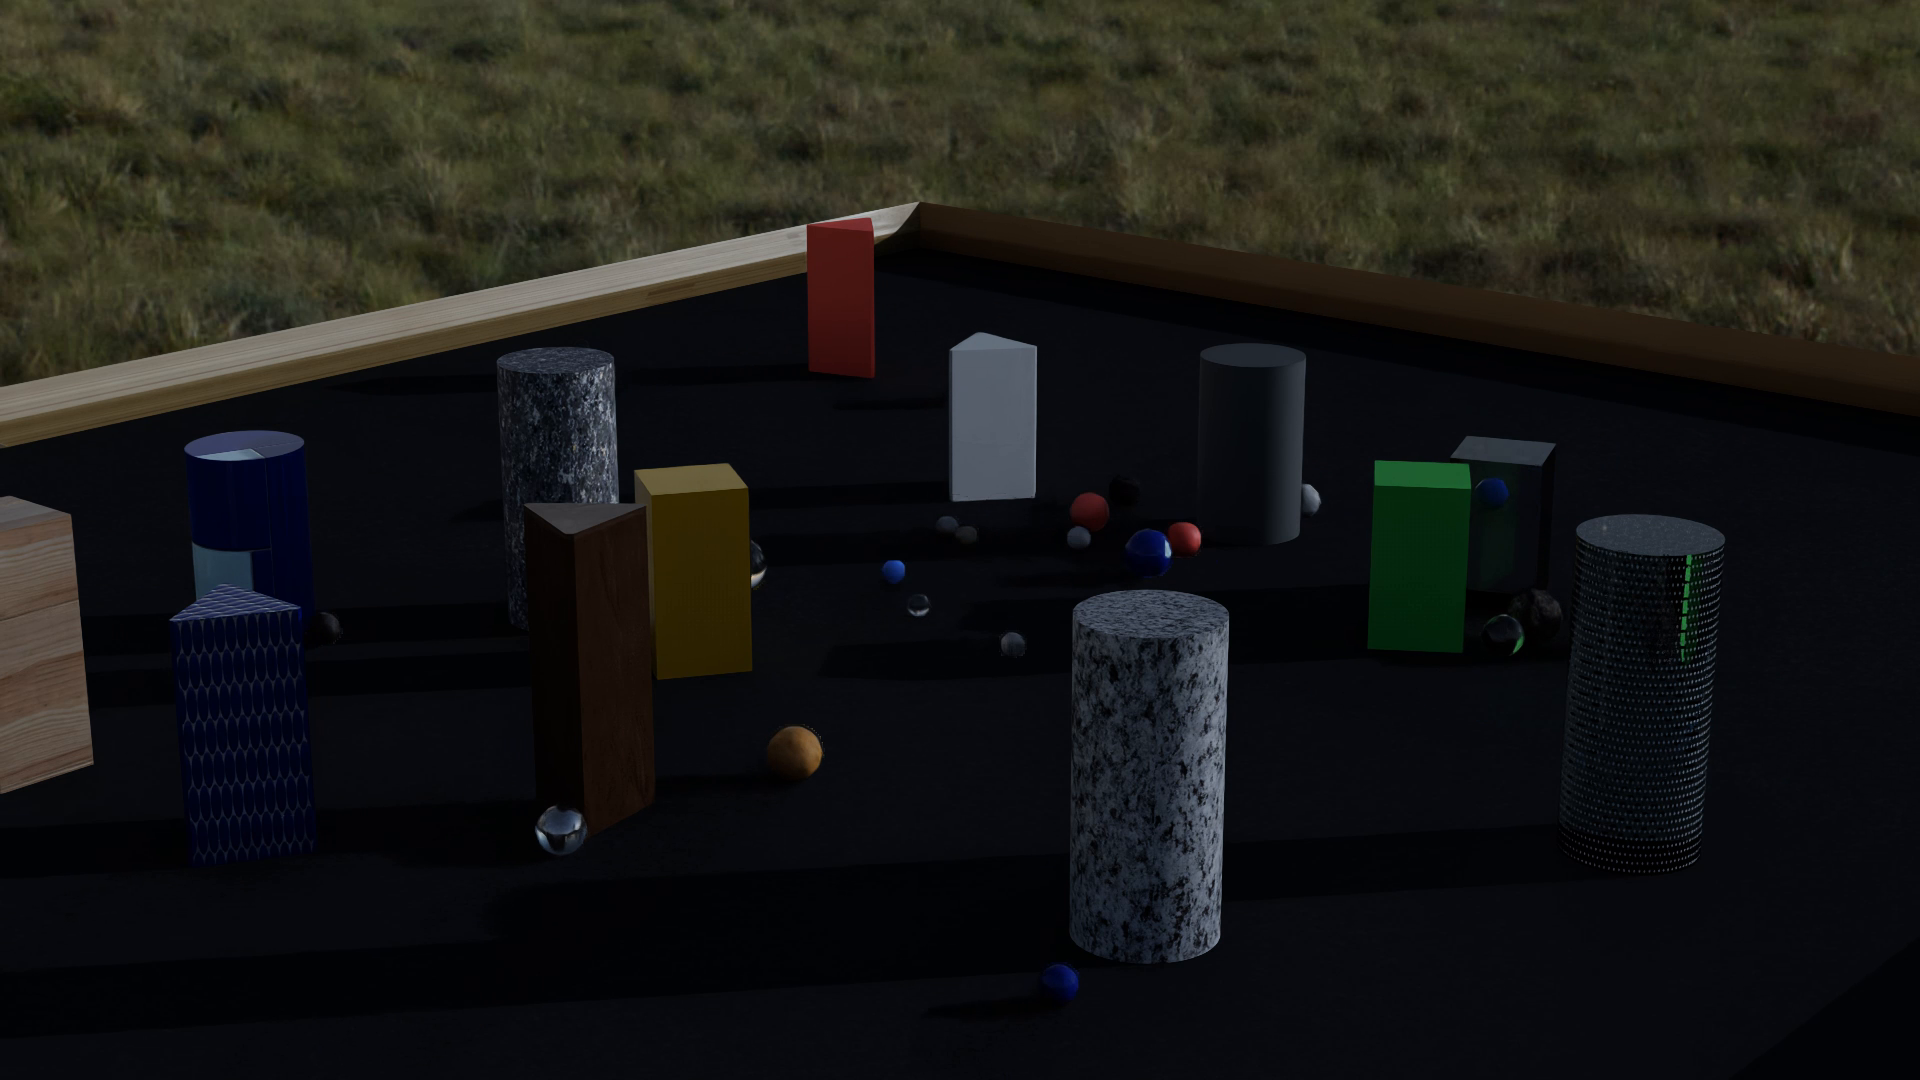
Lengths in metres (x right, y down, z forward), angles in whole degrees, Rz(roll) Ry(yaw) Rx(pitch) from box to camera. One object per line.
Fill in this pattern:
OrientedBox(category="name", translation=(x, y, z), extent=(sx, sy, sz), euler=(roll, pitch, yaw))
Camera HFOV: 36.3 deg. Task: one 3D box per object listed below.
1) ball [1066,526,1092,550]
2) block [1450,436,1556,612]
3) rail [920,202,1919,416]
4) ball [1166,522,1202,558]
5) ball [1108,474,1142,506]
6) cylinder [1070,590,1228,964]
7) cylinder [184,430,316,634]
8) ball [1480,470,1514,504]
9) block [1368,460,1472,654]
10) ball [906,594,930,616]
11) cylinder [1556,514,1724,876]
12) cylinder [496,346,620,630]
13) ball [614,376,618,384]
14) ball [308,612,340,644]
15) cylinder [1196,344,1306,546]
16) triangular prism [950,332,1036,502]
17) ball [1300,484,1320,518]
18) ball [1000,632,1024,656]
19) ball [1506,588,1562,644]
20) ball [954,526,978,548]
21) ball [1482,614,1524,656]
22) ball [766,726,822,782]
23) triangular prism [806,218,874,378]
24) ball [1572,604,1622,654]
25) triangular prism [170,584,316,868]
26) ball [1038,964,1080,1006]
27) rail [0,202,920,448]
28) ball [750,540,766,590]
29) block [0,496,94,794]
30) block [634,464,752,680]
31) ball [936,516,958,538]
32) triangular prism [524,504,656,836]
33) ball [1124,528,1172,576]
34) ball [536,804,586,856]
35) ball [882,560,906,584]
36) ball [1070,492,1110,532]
OrientedBox(category="ball", translation=(0.218, -0.003, 5.379), extent=(0.045, 0.045, 0.045), euler=(0, 17, 0))
OrientedBox(category="block", translation=(0.935, -0.027, 5.081), extent=(0.156, 0.264, 0.156), euler=(6, 18, 19))
OrientedBox(category="rail", translation=(1.491, -0.464, 6.765), extent=(4.288, 0.127, 0.045), euler=(14, 22, 39))
OrientedBox(category="ball", translation=(0.407, -0.001, 5.337), extent=(0.066, 0.066, 0.066), euler=(0, 17, 0))
OrientedBox(category="ball", translation=(0.318, -0.097, 5.658), extent=(0.064, 0.064, 0.064), euler=(0, 17, 0))
OrientedBox(category="cylinder", translation=(0.238, 0.298, 3.714), extent=(0.195, 0.431, 0.195), euler=(0, 17, 0))
OrientedBox(category="cylinder", translation=(-1.189, -0.006, 4.917), extent=(0.195, 0.317, 0.195), euler=(0, 17, 0))
OrientedBox(category="ball", translation=(1.038, -0.102, 5.674), extent=(0.065, 0.065, 0.065), euler=(0, 17, 0))
OrientedBox(category="block", translation=(0.762, 0.026, 4.873), extent=(0.156, 0.281, 0.156), euler=(2, 17, 8))
OrientedBox(category="ball", translation=(-0.071, 0.111, 5.009), extent=(0.040, 0.040, 0.040), euler=(0, 17, 0))
OrientedBox(category="cylinder", translation=(0.921, 0.208, 3.978), extent=(0.195, 0.450, 0.195), euler=(0, 17, 0))
OrientedBox(category="cylinder", translation=(-0.675, -0.085, 4.954), extent=(0.195, 0.449, 0.195), euler=(0, 17, 0))
OrientedBox(category="ball", translation=(-0.791, -0.349, 6.495), extent=(0.063, 0.063, 0.063), euler=(0, 17, 0))
OrientedBox(category="ball", translation=(-1.056, 0.147, 4.872), extent=(0.052, 0.052, 0.052), euler=(0, 17, 0))
OrientedBox(category="cylinder", translation=(0.541, -0.180, 5.458), extent=(0.195, 0.338, 0.195), euler=(0, 17, 0))
OrientedBox(category="triangular prism", translation=(0.051, -0.244, 5.738), extent=(0.169, 0.300, 0.146), euler=(-3, 17, -10))
OrientedBox(category="ball", translation=(0.650, -0.075, 5.564), extent=(0.067, 0.067, 0.067), euler=(0, 17, 0))
OrientedBox(category="ball", translation=(0.086, 0.171, 4.810), extent=(0.041, 0.041, 0.041), euler=(0, 17, 0))
OrientedBox(category="ball", translation=(0.952, 0.127, 4.865), extent=(0.093, 0.093, 0.093), euler=(0, 17, 0))
OrientedBox(category="ball", translation=(0.012, -0.006, 5.393), extent=(0.042, 0.042, 0.042), euler=(0, 17, 0))
OrientedBox(category="ball", translation=(0.891, 0.157, 4.808), extent=(0.069, 0.069, 0.069), euler=(0, 17, 0))
OrientedBox(category="ball", translation=(-0.241, 0.312, 4.275), extent=(0.081, 0.081, 0.081), euler=(0, 17, 0))
OrientedBox(category="triangular prism", translation=(-0.241, -0.560, 6.718), extent=(0.169, 0.338, 0.146), euler=(8, 19, 25))
OrientedBox(category="ball", translation=(1.047, 0.146, 4.825), extent=(0.080, 0.080, 0.080), euler=(0, 17, 0))
OrientedBox(category="triangular prism", translation=(-0.987, 0.248, 4.018), extent=(0.169, 0.352, 0.146), euler=(-6, 18, -18))
OrientedBox(category="ball", translation=(0.120, 0.541, 3.568), extent=(0.049, 0.049, 0.049), euler=(0, 17, 0))
OrientedBox(category="rail", translation=(-1.601, -0.370, 6.451), extent=(0.045, 0.127, 4.597), euler=(14, 22, 39))
OrientedBox(category="ball", translation=(-0.386, 0.043, 5.139), extent=(0.095, 0.095, 0.095), euler=(0, 17, 0))
OrientedBox(category="block", translation=(-1.394, 0.151, 4.281), extent=(0.156, 0.386, 0.156), euler=(14, 21, 38))
OrientedBox(category="block", translation=(-0.432, 0.049, 4.752), extent=(0.156, 0.308, 0.156), euler=(-5, 17, -15))
OrientedBox(category="ball", translation=(-0.024, -0.024, 5.454), extent=(0.043, 0.043, 0.043), euler=(0, 17, 0))
OrientedBox(category="triangular prism", translation=(-0.544, 0.172, 4.111), extent=(0.146, 0.443, 0.169), euler=(10, 19, 30))
OrientedBox(category="ball", translation=(0.335, 0.023, 5.225), extent=(0.085, 0.085, 0.085), euler=(0, 17, 0))
OrientedBox(category="ball", translation=(-0.546, 0.397, 4.012), extent=(0.070, 0.070, 0.070), euler=(0, 17, 0))
OrientedBox(category="ball", translation=(-0.117, 0.056, 5.187), extent=(0.043, 0.043, 0.043), euler=(0, 17, 0))
OrientedBox(category="ball", translation=(0.243, -0.051, 5.487), extent=(0.075, 0.075, 0.075), euler=(0, 17, 0))
